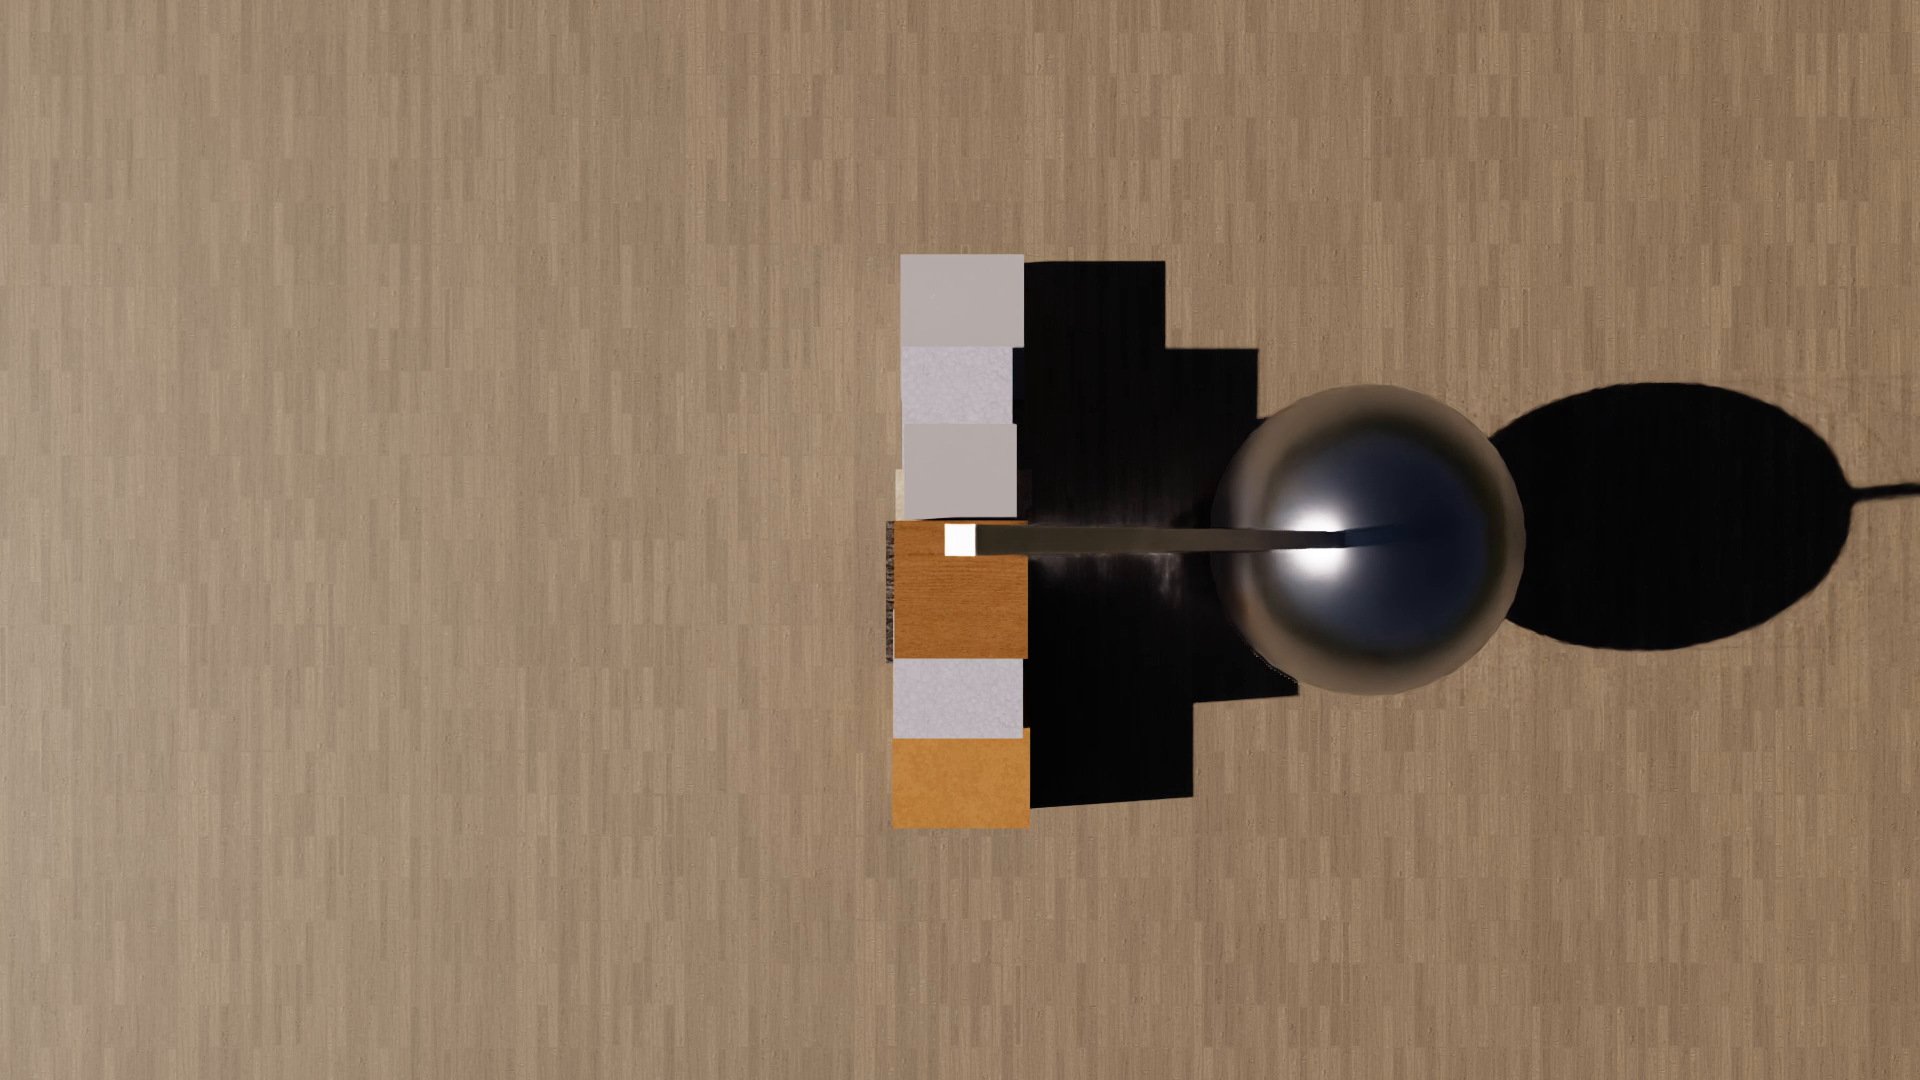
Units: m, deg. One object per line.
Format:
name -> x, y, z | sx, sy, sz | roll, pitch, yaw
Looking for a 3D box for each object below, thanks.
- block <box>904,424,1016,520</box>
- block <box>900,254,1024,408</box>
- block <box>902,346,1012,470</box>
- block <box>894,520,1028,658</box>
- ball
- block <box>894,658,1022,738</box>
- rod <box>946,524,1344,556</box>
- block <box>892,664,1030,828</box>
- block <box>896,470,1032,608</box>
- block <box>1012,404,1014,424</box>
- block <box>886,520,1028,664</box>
block -> 0.002, -0.341, 11.189 | 0.560, 0.454, 0.474 | 0, 90, 0
block -> 0.013, -1.186, 12.623 | 0.687, 0.754, 0.808 | 0, 90, 0
block -> -0.014, -0.704, 11.974 | 0.586, 0.547, 0.662 | 0, 91, 0
block -> 0.005, 0.242, 11.060 | 0.651, 0.713, 0.672 | 0, 90, 0
ball -> 2.074, 0.000, 11.252 | 1.600, 1.600, 1.600 | 0, 90, 0
block -> -0.010, 0.702, 11.828 | 0.679, 0.598, 0.677 | 0, 90, 0
rod -> 0.899, 0.000, 8.062 | 0.080, 5.200, 0.080 | 0, 90, 20
block -> 0.007, 1.143, 12.564 | 0.759, 0.873, 0.895 | 0, 90, 0
block -> 0.020, -0.007, 11.792 | 0.706, 0.752, 0.721 | 0, 90, 0
block -> 0.016, -0.444, 12.695 | 0.572, 0.610, 0.656 | 0, 90, 0
block -> -0.018, 0.290, 12.584 | 0.783, 0.832, 0.791 | 0, 90, 0
